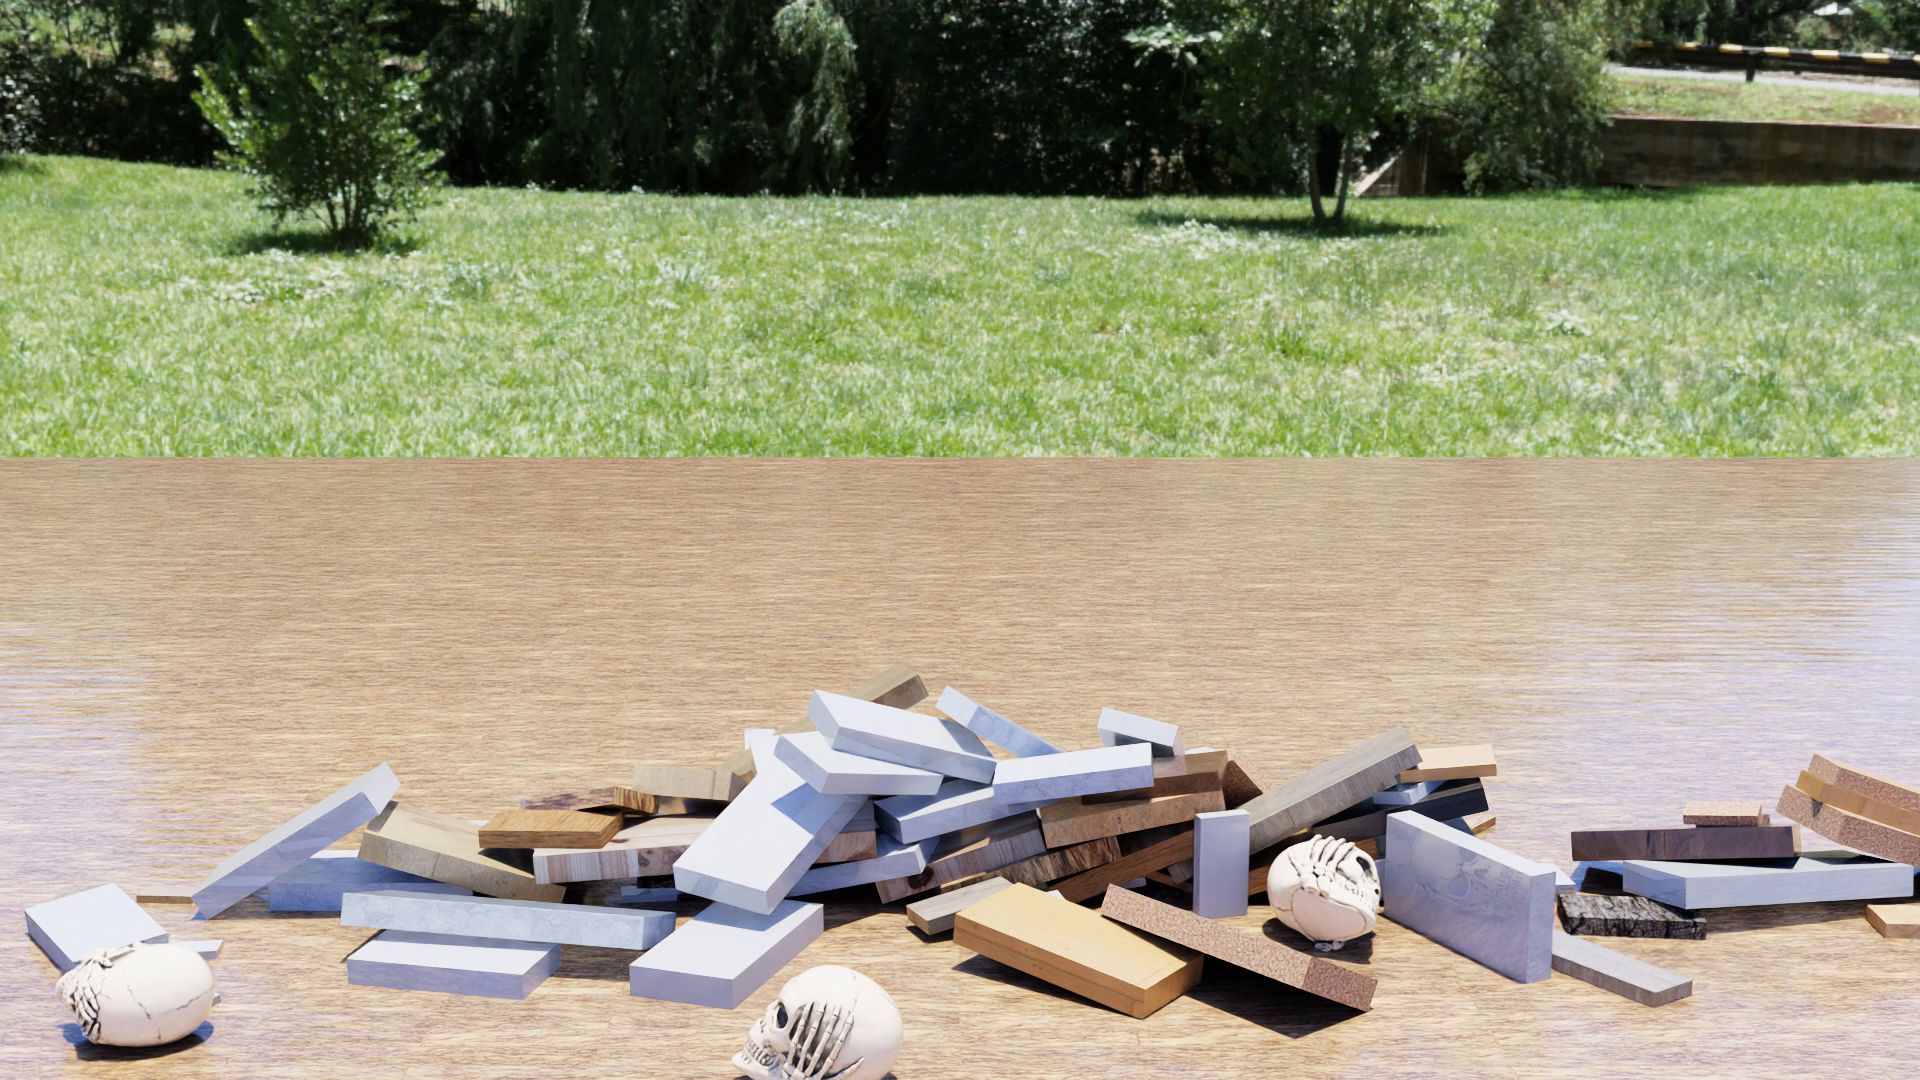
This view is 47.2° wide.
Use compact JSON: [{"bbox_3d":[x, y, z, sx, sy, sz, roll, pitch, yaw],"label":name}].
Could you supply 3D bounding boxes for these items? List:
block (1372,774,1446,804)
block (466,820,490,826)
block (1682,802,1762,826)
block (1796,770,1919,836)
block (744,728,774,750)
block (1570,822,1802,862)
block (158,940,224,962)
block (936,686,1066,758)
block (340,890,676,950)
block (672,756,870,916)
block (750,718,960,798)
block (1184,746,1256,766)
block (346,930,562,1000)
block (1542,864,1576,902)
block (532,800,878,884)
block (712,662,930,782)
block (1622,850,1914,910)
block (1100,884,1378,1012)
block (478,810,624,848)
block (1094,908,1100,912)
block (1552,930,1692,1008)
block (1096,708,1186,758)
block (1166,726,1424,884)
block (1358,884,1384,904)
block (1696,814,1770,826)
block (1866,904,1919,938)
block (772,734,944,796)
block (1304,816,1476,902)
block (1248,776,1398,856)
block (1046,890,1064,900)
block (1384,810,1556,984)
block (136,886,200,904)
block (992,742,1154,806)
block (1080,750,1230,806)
[{"bbox_3d":[0.758,0.398,3.643,0.154,0.022,0.077,-24,12,-40],"label":"block"},{"bbox_3d":[-0.781,0.522,3.761,0.210,0.105,0.030,0,49,-1],"label":"block"},{"bbox_3d":[1.279,0.458,3.688,0.119,0.017,0.059,-3,16,27],"label":"block"},{"bbox_3d":[1.529,0.447,3.679,0.227,0.032,0.113,19,6,1],"label":"block"},{"bbox_3d":[-0.410,0.424,4.515,0.063,0.018,0.200,-1,11,-6],"label":"block"},{"bbox_3d":[1.216,0.506,3.683,0.348,0.049,0.174,-5,-7,24],"label":"block"},{"bbox_3d":[-1.190,0.634,3.396,0.093,0.013,0.046,-1,11,-6],"label":"block"},{"bbox_3d":[0.177,0.387,3.790,0.464,0.042,0.147,30,-2,-23],"label":"block"},{"bbox_3d":[-0.694,0.586,3.399,0.477,0.049,0.172,3,-7,9],"label":"block"},{"bbox_3d":[-0.297,0.464,3.521,0.167,0.047,0.334,11,32,23],"label":"block"},{"bbox_3d":[-0.181,0.384,3.788,0.344,0.049,0.172,-5,22,-10],"label":"block"},{"bbox_3d":[0.411,0.459,4.260,0.293,0.042,0.147,-7,13,-33],"label":"block"},{"bbox_3d":[-0.760,0.636,3.312,0.281,0.040,0.140,2,11,13],"label":"block"},{"bbox_3d":[0.905,0.574,3.671,0.213,0.030,0.107,-1,11,-5],"label":"block"},{"bbox_3d":[-0.414,0.495,3.621,0.550,0.047,0.166,-4,11,-3],"label":"block"},{"bbox_3d":[-0.274,0.369,4.149,0.434,0.047,0.167,-29,11,-10],"label":"block"},{"bbox_3d":[1.321,0.554,3.599,0.425,0.049,0.174,0,1,-16],"label":"block"},{"bbox_3d":[0.409,0.604,3.271,0.169,0.048,0.400,26,-10,-41],"label":"block"},{"bbox_3d":[-0.670,0.474,3.607,0.210,0.030,0.105,-1,11,11],"label":"block"},{"bbox_3d":[0.223,0.616,3.465,0.085,0.024,0.169,8,13,37],"label":"block"},{"bbox_3d":[0.929,0.634,3.368,0.086,0.024,0.394,-7,13,-34],"label":"block"},{"bbox_3d":[0.329,0.391,3.833,0.131,0.037,0.404,13,-20,16],"label":"block"},{"bbox_3d":[0.545,0.437,3.637,0.449,0.033,0.115,-28,10,5],"label":"block"},{"bbox_3d":[0.766,0.551,3.660,0.213,0.030,0.107,-13,10,5],"label":"block"},{"bbox_3d":[1.307,0.474,3.720,0.119,0.017,0.059,-5,-7,20],"label":"block"},{"bbox_3d":[1.546,0.609,3.501,0.172,0.024,0.086,0,11,3],"label":"block"},{"bbox_3d":[-0.163,0.365,3.574,0.261,0.037,0.131,8,19,-46],"label":"block"},{"bbox_3d":[0.710,0.525,3.662,0.281,0.040,0.140,-16,9,3],"label":"block"},{"bbox_3d":[0.555,0.462,3.648,0.355,0.022,0.077,-27,9,6],"label":"block"},{"bbox_3d":[0.086,0.599,3.489,0.169,0.024,0.085,-11,12,-11],"label":"block"},{"bbox_3d":[0.787,0.550,3.421,0.048,0.169,0.338,-5,12,-27],"label":"block"},{"bbox_3d":[-1.310,0.588,3.644,0.093,0.013,0.046,1,11,4],"label":"block"},{"bbox_3d":[0.187,0.382,3.596,0.256,0.036,0.128,-8,10,6],"label":"block"},{"bbox_3d":[0.321,0.391,3.625,0.230,0.033,0.115,-8,10,16],"label":"block"}]
